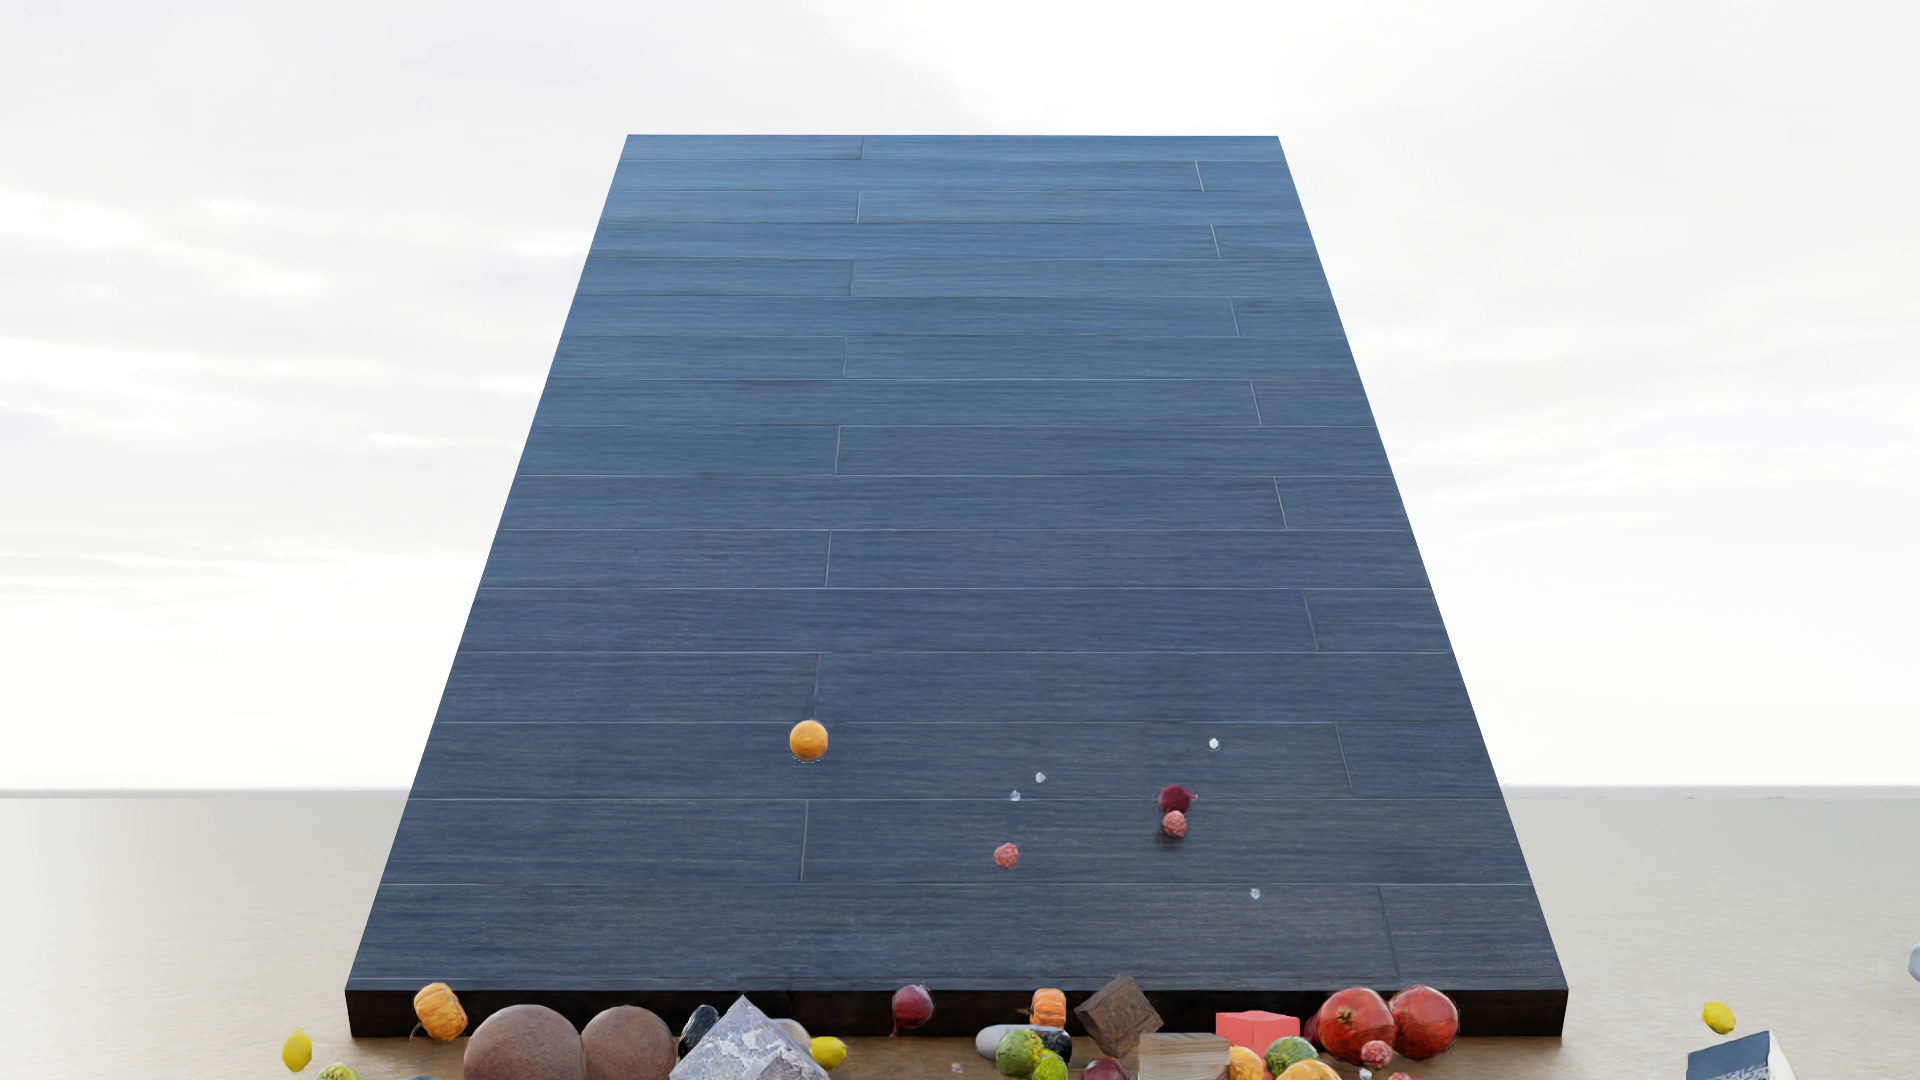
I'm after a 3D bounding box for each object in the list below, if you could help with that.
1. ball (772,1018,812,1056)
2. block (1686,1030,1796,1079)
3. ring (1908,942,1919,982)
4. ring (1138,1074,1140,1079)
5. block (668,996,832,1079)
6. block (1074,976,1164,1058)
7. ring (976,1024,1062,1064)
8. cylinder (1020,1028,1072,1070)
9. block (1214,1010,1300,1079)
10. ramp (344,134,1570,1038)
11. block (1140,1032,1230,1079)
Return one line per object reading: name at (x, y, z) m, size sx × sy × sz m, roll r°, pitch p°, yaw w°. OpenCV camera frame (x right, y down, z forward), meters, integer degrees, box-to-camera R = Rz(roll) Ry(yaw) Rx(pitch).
ball at (-0.251, 0.717, 3.396) m, size 0.086 × 0.086 × 0.086 m, roll 0°, pitch -6°, yaw 0°
block at (0.822, 0.585, 2.520) m, size 0.090 × 0.090 × 0.090 m, roll -25°, pitch 11°, yaw 27°
ring at (1.992, 0.867, 4.947) m, size 0.031 × 0.094 × 0.094 m, roll 17°, pitch -16°, yaw -42°
ring at (0.283, 0.737, 3.307) m, size 0.080 × 0.027 × 0.080 m, roll -2°, pitch -6°, yaw 0°
block at (-0.183, 0.498, 2.193) m, size 0.098 × 0.098 × 0.098 m, roll 48°, pitch -9°, yaw -33°
block at (0.224, 0.675, 3.411) m, size 0.080 × 0.080 × 0.080 m, roll -35°, pitch -2°, yaw -15°
ring at (0.096, 0.762, 3.646) m, size 0.146 × 0.049 × 0.146 m, roll 1°, pitch -6°, yaw 0°
cylinder at (0.125, 0.741, 3.505) m, size 0.055 × 0.055 × 0.055 m, roll 10°, pitch -10°, yaw -26°
block at (0.421, 0.718, 3.420) m, size 0.085 × 0.085 × 0.085 m, roll 4°, pitch -4°, yaw -34°
ramp at (-0.013, -0.212, 5.698) m, size 2.000 × 0.100 × 4.000 m, roll 0°, pitch 30°, yaw 0°
block at (0.286, 0.681, 3.084) m, size 0.091 × 0.091 × 0.091 m, roll 1°, pitch -6°, yaw -12°
